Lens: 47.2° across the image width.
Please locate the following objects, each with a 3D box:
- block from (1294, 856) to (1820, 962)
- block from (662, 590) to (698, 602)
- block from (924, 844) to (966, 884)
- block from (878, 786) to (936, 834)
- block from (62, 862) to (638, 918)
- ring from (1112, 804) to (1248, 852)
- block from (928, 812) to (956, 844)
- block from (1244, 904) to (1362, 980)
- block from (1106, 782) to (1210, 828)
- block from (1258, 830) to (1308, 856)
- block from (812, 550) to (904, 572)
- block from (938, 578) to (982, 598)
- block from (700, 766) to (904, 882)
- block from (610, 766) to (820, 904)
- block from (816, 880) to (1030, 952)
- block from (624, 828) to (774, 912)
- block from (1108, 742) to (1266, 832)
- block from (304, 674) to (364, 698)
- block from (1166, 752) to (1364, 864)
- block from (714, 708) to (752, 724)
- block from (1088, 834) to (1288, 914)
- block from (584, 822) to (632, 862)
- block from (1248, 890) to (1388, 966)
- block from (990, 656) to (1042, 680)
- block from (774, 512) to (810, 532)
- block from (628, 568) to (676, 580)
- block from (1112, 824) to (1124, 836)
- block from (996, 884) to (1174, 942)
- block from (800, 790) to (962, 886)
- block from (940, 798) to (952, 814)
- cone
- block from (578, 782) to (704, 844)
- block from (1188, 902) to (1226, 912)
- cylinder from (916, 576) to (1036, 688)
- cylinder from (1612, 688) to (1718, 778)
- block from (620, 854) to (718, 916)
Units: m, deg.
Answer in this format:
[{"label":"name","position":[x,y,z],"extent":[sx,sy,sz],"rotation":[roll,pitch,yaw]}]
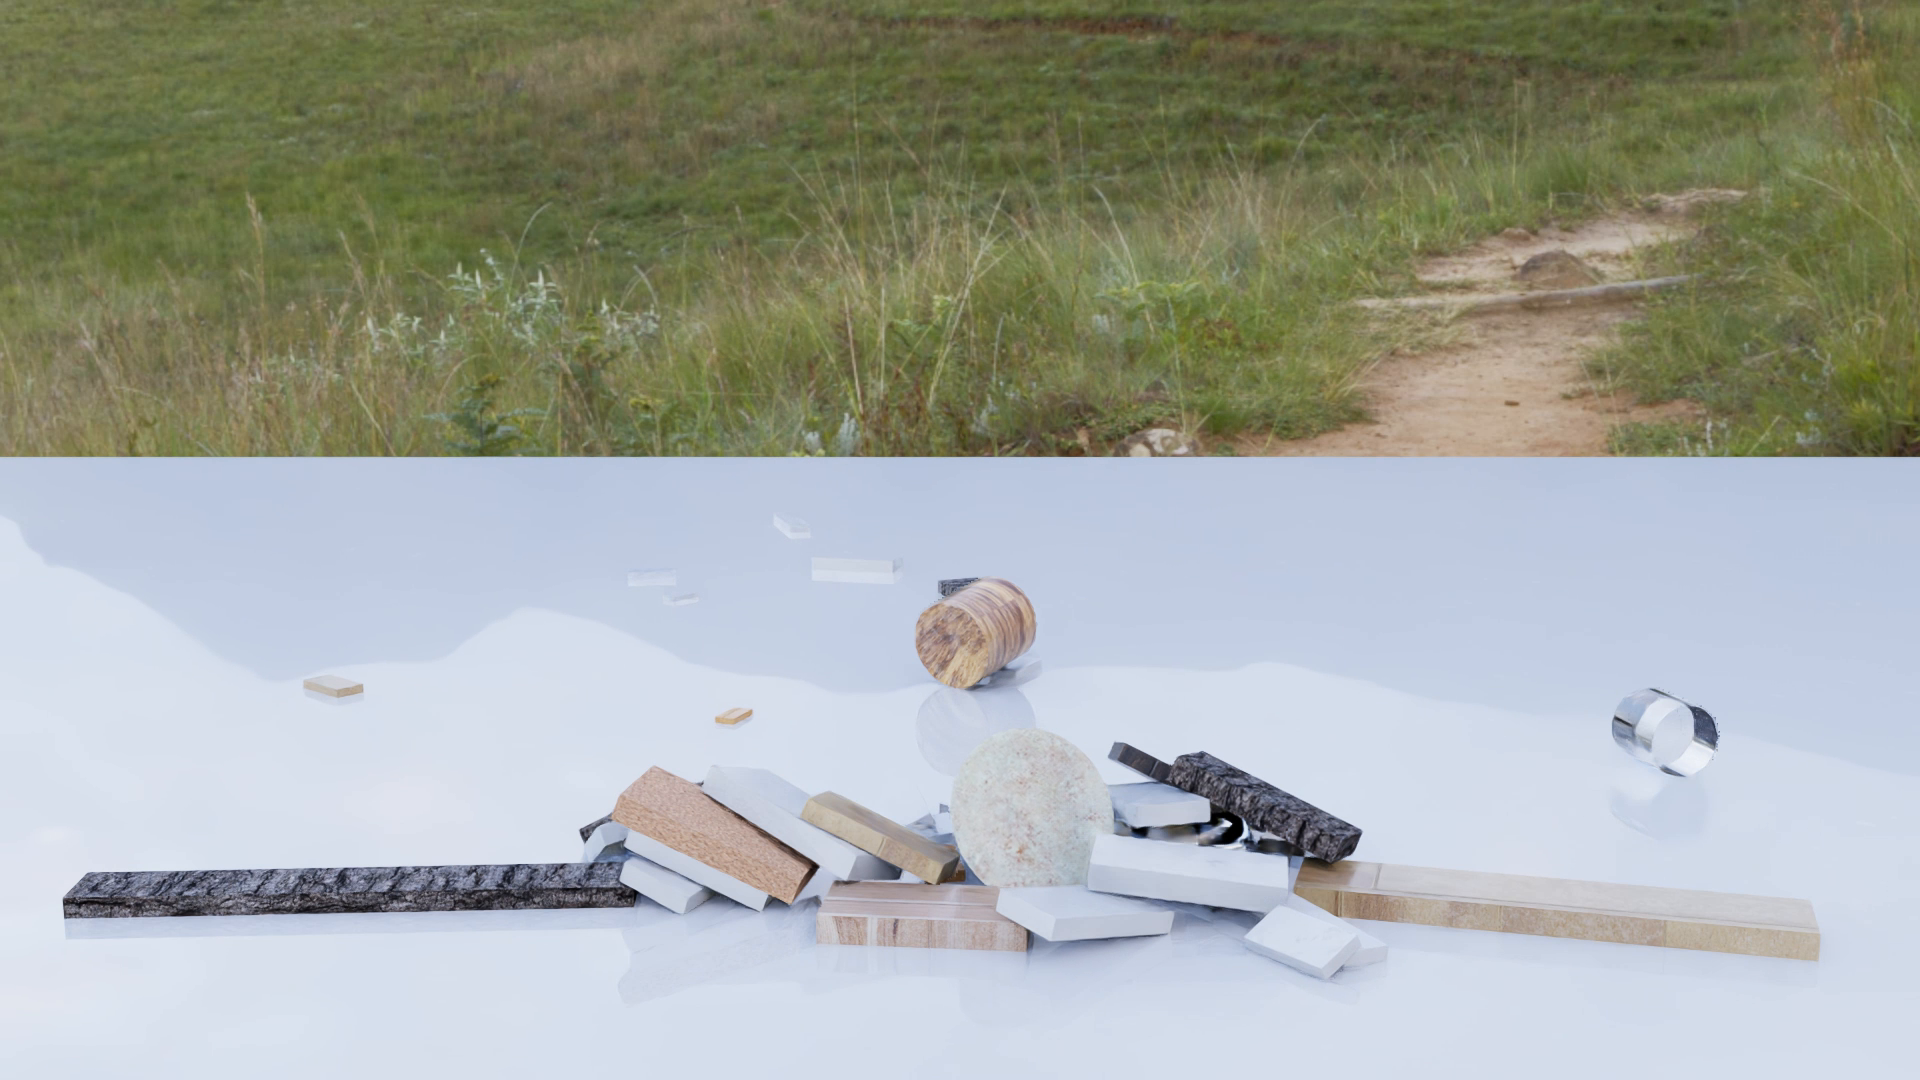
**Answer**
[{"label":"block","position":[0.949,0.591,3.544],"extent":[0.803,0.044,0.157],"rotation":[3,11,15]},{"label":"block","position":[-0.760,0.152,5.991],"extent":[0.045,0.013,0.090],"rotation":[9,14,41]},{"label":"block","position":[-0.036,0.557,3.791],"extent":[0.070,0.020,0.140],"rotation":[-2,11,-8]},{"label":"block","position":[-0.098,0.500,3.991],"extent":[0.084,0.024,0.167],"rotation":[-29,14,-3]},{"label":"block","position":[-0.995,0.578,3.636],"extent":[0.914,0.035,0.125],"rotation":[-1,11,-3]},{"label":"ring","position":[0.367,0.511,3.805],"extent":[0.267,0.089,0.267],"rotation":[-2,2,0]},{"label":"block","position":[0.054,0.501,3.936],"extent":[0.220,0.020,0.070],"rotation":[-11,24,3]},{"label":"block","position":[0.523,0.615,3.368],"extent":[0.084,0.024,0.168],"rotation":[-37,27,-26]},{"label":"block","position":[0.321,0.452,3.772],"extent":[0.130,0.037,0.260],"rotation":[-3,1,-15]},{"label":"block","position":[0.602,0.526,3.946],"extent":[0.084,0.024,0.168],"rotation":[5,12,25]},{"label":"block","position":[-0.299,0.061,6.421],"extent":[0.244,0.035,0.122],"rotation":[2,11,13]},{"label":"block","position":[0.040,0.145,5.972],"extent":[0.122,0.035,0.244],"rotation":[-4,11,-21]},{"label":"block","position":[-0.261,0.476,3.702],"extent":[0.329,0.047,0.165],"rotation":[27,6,30]},{"label":"block","position":[-0.398,0.487,3.656],"extent":[0.329,0.047,0.165],"rotation":[24,15,6]},{"label":"block","position":[-0.052,0.597,3.501],"extent":[0.329,0.047,0.165],"rotation":[1,11,6]},{"label":"block","position":[-0.418,0.527,3.650],"extent":[0.252,0.036,0.126],"rotation":[24,15,6]},{"label":"block","position":[0.410,0.442,3.943],"extent":[0.292,0.035,0.122],"rotation":[26,-6,-2]},{"label":"block","position":[-1.426,0.332,5.003],"extent":[0.137,0.019,0.068],"rotation":[9,14,41]},{"label":"block","position":[0.524,0.455,3.772],"extent":[0.314,0.044,0.157],"rotation":[26,8,22]},{"label":"block","position":[-0.490,0.381,4.761],"extent":[0.045,0.013,0.090],"rotation":[4,11,21]},{"label":"block","position":[0.370,0.538,3.554],"extent":[0.314,0.044,0.157],"rotation":[6,11,7]},{"label":"block","position":[-0.518,0.493,3.820],"extent":[0.250,0.035,0.125],"rotation":[-16,-16,-27]},{"label":"block","position":[0.537,0.600,3.492],"extent":[0.084,0.024,0.335],"rotation":[-1,13,-30]},{"label":"block","position":[0.132,0.300,5.175],"extent":[0.070,0.020,0.140],"rotation":[6,12,27]},{"label":"block","position":[-0.543,-0.057,7.101],"extent":[0.068,0.019,0.264],"rotation":[-3,11,-16]},{"label":"block","position":[-0.880,0.095,6.283],"extent":[0.137,0.019,0.068],"rotation":[-1,11,-6]},{"label":"block","position":[0.213,0.481,3.931],"extent":[0.084,0.024,0.167],"rotation":[-7,48,-40]},{"label":"block","position":[0.198,0.582,3.449],"extent":[0.260,0.037,0.130],"rotation":[5,10,-41]},{"label":"block","position":[-0.131,0.492,3.651],"extent":[0.252,0.036,0.126],"rotation":[25,5,12]},{"label":"block","position":[0.104,0.507,4.014],"extent":[0.260,0.037,0.130],"rotation":[8,13,38]},{"label":"cone","position":[0.065,0.501,3.784],"extent":[0.297,0.297,0.297],"rotation":[-5,-15,-25]},{"label":"block","position":[-0.552,0.489,3.964],"extent":[0.125,0.035,0.250],"rotation":[-28,-9,38]},{"label":"block","position":[0.398,0.587,3.638],"extent":[0.057,0.016,0.114],"rotation":[-8,13,-38]},{"label":"cylinder","position":[0.037,0.212,5.072],"extent":[0.203,0.203,0.203],"rotation":[7,21,34]},{"label":"cylinder","position":[1.404,0.383,4.386],"extent":[0.145,0.145,0.145],"rotation":[-3,11,-15]},{"label":"block","position":[-0.450,0.546,3.691],"extent":[0.126,0.036,0.252],"rotation":[25,18,17]}]
